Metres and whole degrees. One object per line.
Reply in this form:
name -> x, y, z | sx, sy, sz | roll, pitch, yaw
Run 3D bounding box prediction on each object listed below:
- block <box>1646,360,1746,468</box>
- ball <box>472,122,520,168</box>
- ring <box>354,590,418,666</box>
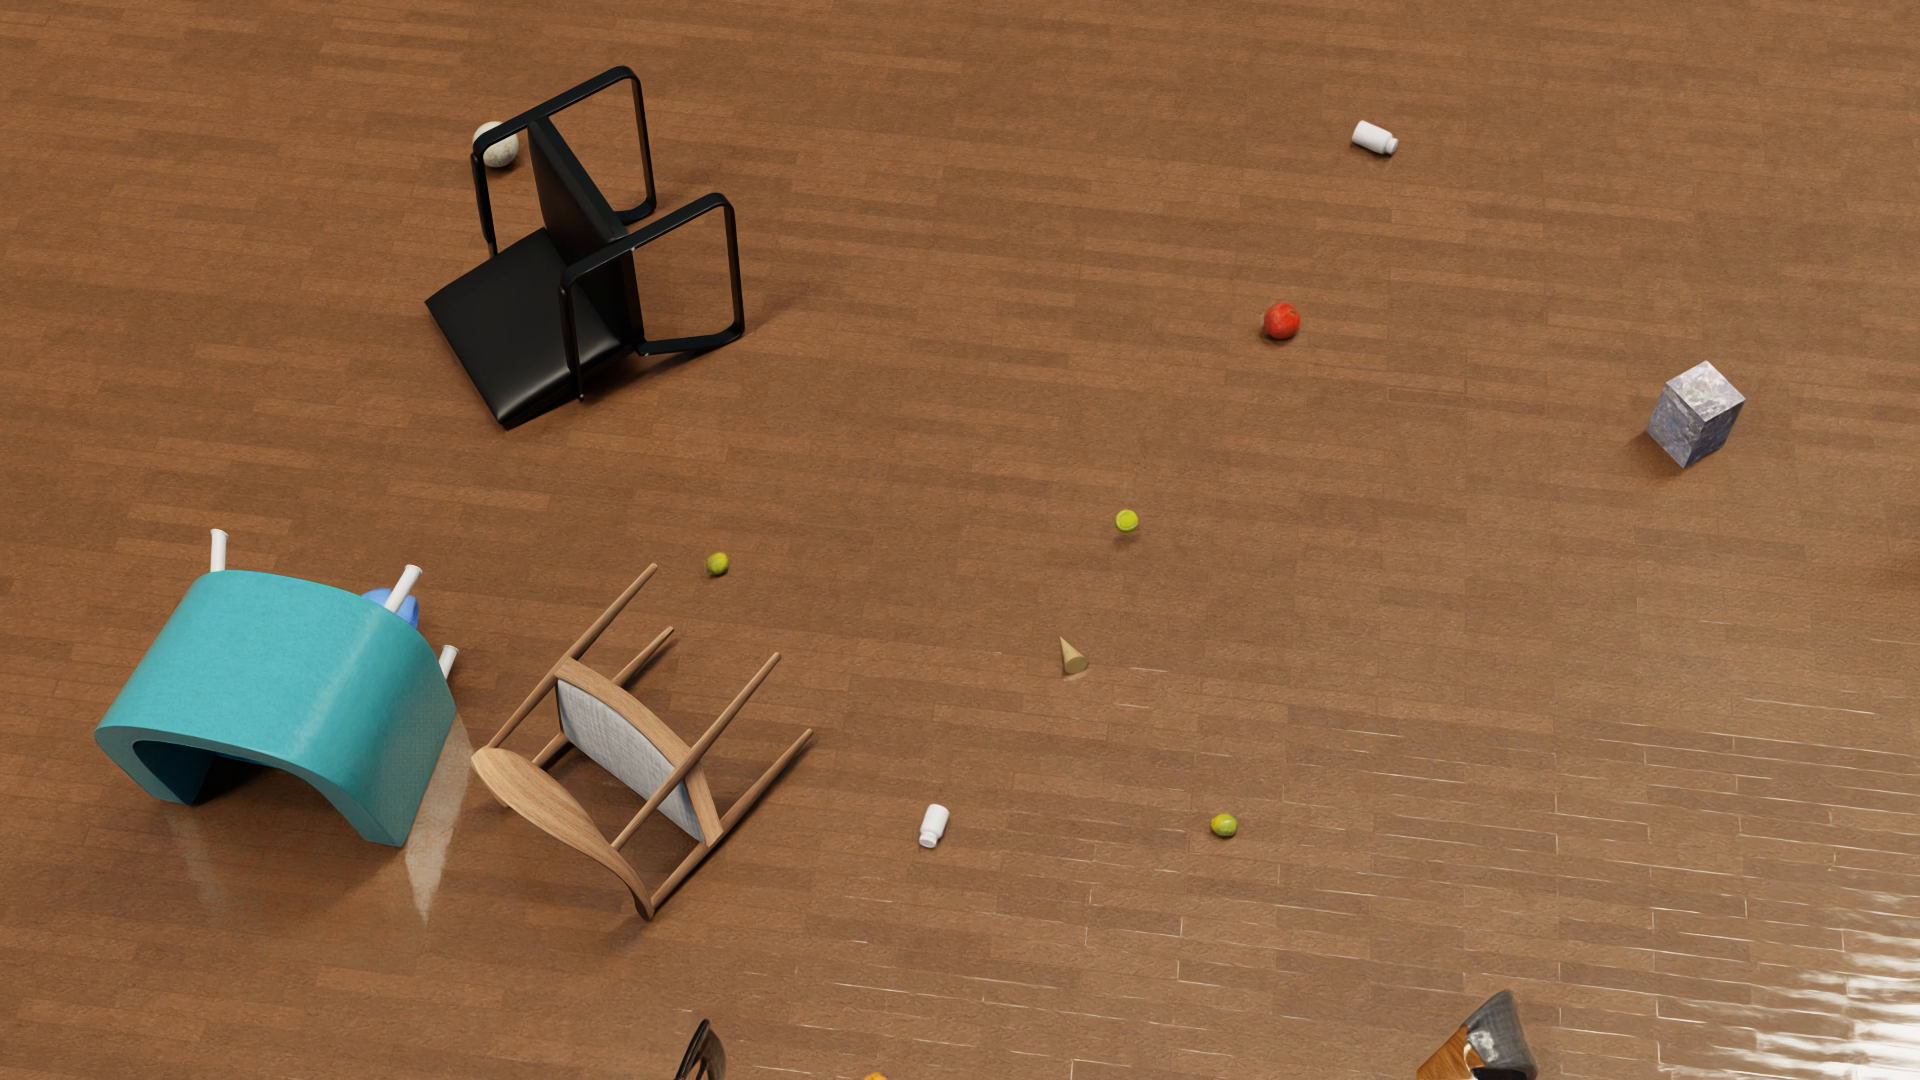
block -> 2.234, -0.380, 6.685 | 0.161, 0.239, 0.173 | -27, 60, -17
ball -> -1.556, -1.326, 7.372 | 0.153, 0.153, 0.153 | 0, 56, 0
ring -> -1.642, 0.250, 6.291 | 0.161, 0.198, 0.221 | 3, 73, -6
